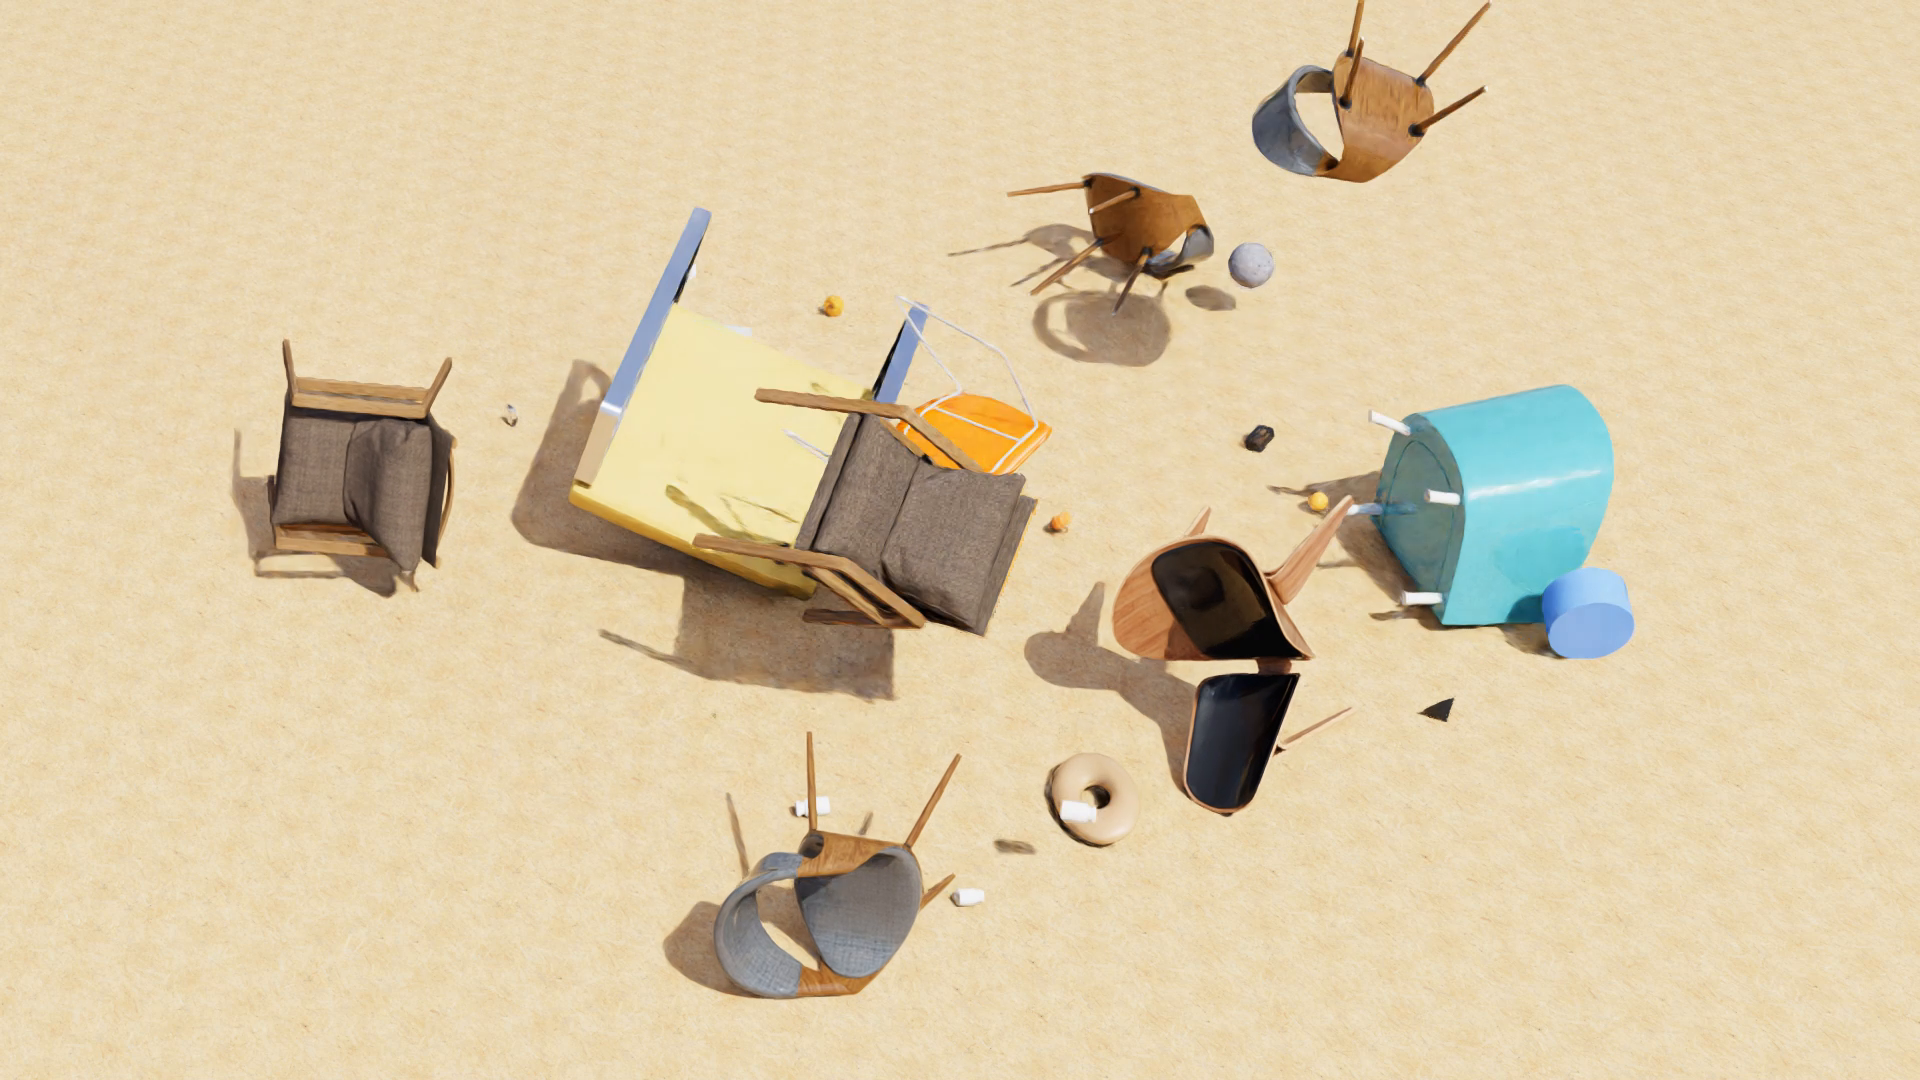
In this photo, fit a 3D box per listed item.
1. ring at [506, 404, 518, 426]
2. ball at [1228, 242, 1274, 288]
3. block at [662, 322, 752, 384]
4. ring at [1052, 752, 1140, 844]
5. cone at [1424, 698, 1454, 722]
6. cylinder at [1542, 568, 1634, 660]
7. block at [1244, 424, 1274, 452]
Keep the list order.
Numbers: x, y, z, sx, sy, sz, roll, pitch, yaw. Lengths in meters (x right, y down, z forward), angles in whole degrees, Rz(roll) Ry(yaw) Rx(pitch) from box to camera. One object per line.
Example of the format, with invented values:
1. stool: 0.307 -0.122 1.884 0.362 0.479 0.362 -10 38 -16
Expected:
1. ring: -1.775 -0.493 11.606 0.024 0.096 0.071 -27 48 -30
2. ball: 1.212 -1.144 12.209 0.191 0.191 0.191 0 33 0
3. block: -1.031 -0.764 11.974 0.326 0.144 0.223 4 34 6
4. ring: 0.443 0.839 9.567 0.270 0.083 0.465 -17 34 -5
5. cone: 1.647 0.591 10.007 0.119 0.067 0.107 -27 -13 24
6. cylinder: 2.191 0.258 10.236 0.298 0.318 0.157 -4 50 2
7. block: 1.173 -0.398 11.476 0.066 0.045 0.105 15 50 37
